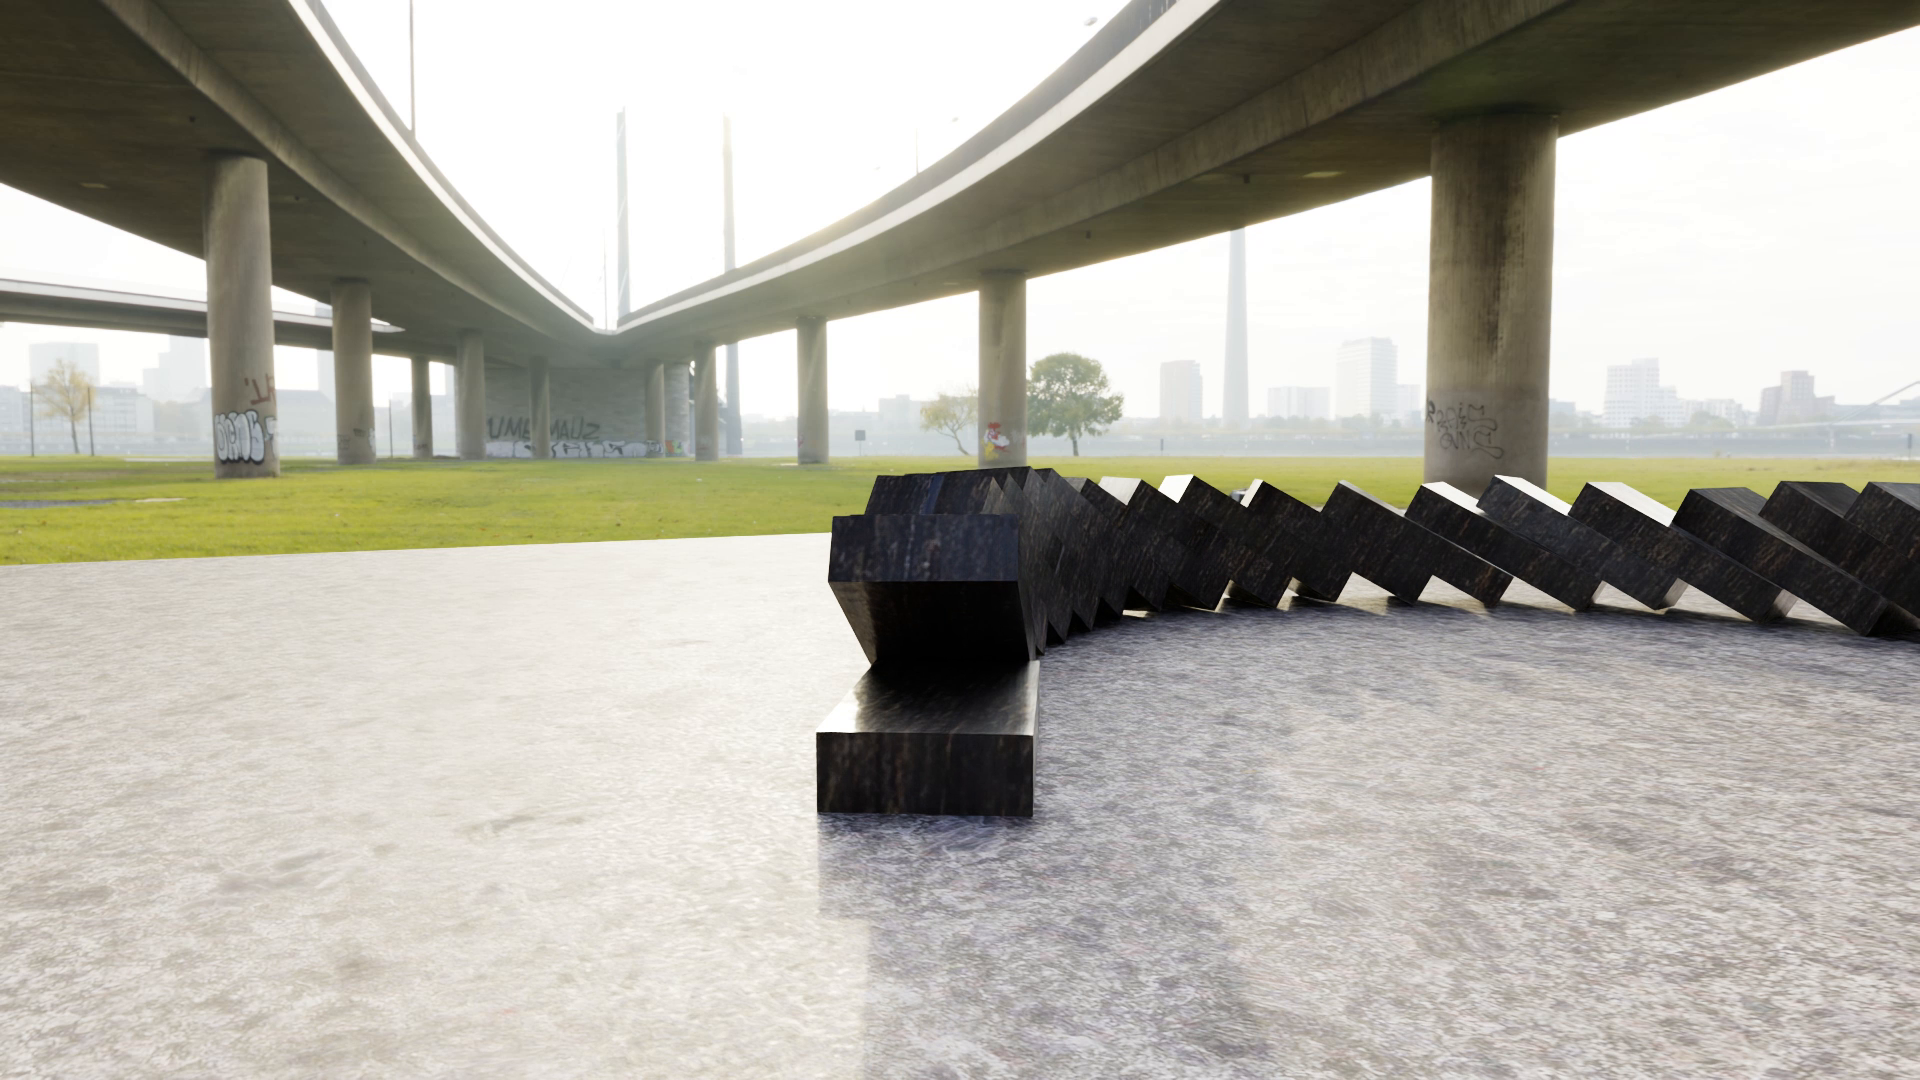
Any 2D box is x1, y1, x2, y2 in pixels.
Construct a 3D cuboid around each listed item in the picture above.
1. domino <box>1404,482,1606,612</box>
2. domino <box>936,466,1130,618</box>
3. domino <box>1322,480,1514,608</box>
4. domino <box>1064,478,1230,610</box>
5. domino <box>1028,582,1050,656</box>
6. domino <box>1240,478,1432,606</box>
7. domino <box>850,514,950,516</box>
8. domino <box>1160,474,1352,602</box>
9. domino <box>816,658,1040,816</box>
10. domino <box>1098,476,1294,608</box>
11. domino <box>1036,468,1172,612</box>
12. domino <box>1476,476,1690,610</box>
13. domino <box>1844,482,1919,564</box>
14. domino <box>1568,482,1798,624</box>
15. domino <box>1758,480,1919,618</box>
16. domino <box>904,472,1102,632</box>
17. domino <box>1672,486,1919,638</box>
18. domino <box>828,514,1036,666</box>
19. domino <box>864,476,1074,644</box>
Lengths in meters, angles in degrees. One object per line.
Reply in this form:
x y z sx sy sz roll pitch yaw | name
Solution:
0.147 0.001 0.343 0.050 0.010 0.025 34 21 27 | domino
0.016 0.002 0.292 0.025 0.009 0.050 -1 -32 36 | domino
0.124 0.000 0.348 0.050 0.010 0.025 31 13 15 | domino
0.042 0.001 0.326 0.050 0.010 0.025 33 -11 -24 | domino
-0.001 0.010 0.241 0.025 0.009 0.050 1 -21 18 | domino
0.101 0.000 0.349 0.050 0.009 0.025 30 7 5 | domino
-0.002 0.010 0.214 0.025 0.010 0.050 0 -24 5 | domino
0.078 -0.001 0.345 0.050 0.010 0.025 30 -2 -7 | domino
-0.002 0.025 0.172 0.025 0.009 0.050 0 4 4 | domino
0.060 0.000 0.337 0.050 0.009 0.025 31 -4 -16 | domino
0.026 0.001 0.308 0.025 0.009 0.050 -1 -32 47 | domino
0.163 0.000 0.335 0.050 0.009 0.025 38 23 32 | domino
0.220 0.005 0.272 0.025 0.010 0.050 0 34 -27 | domino
0.181 0.002 0.321 0.025 0.010 0.050 -2 33 -45 | domino
0.211 0.004 0.289 0.025 0.009 0.050 0 34 -27 | domino
0.009 0.003 0.278 0.025 0.009 0.050 1 -31 32 | domino
0.200 0.004 0.305 0.025 0.010 0.050 -3 33 -31 | domino
-0.002 0.011 0.192 0.025 0.010 0.050 0 -24 6 | domino
0.003 0.005 0.262 0.025 0.010 0.050 2 -30 27 | domino
